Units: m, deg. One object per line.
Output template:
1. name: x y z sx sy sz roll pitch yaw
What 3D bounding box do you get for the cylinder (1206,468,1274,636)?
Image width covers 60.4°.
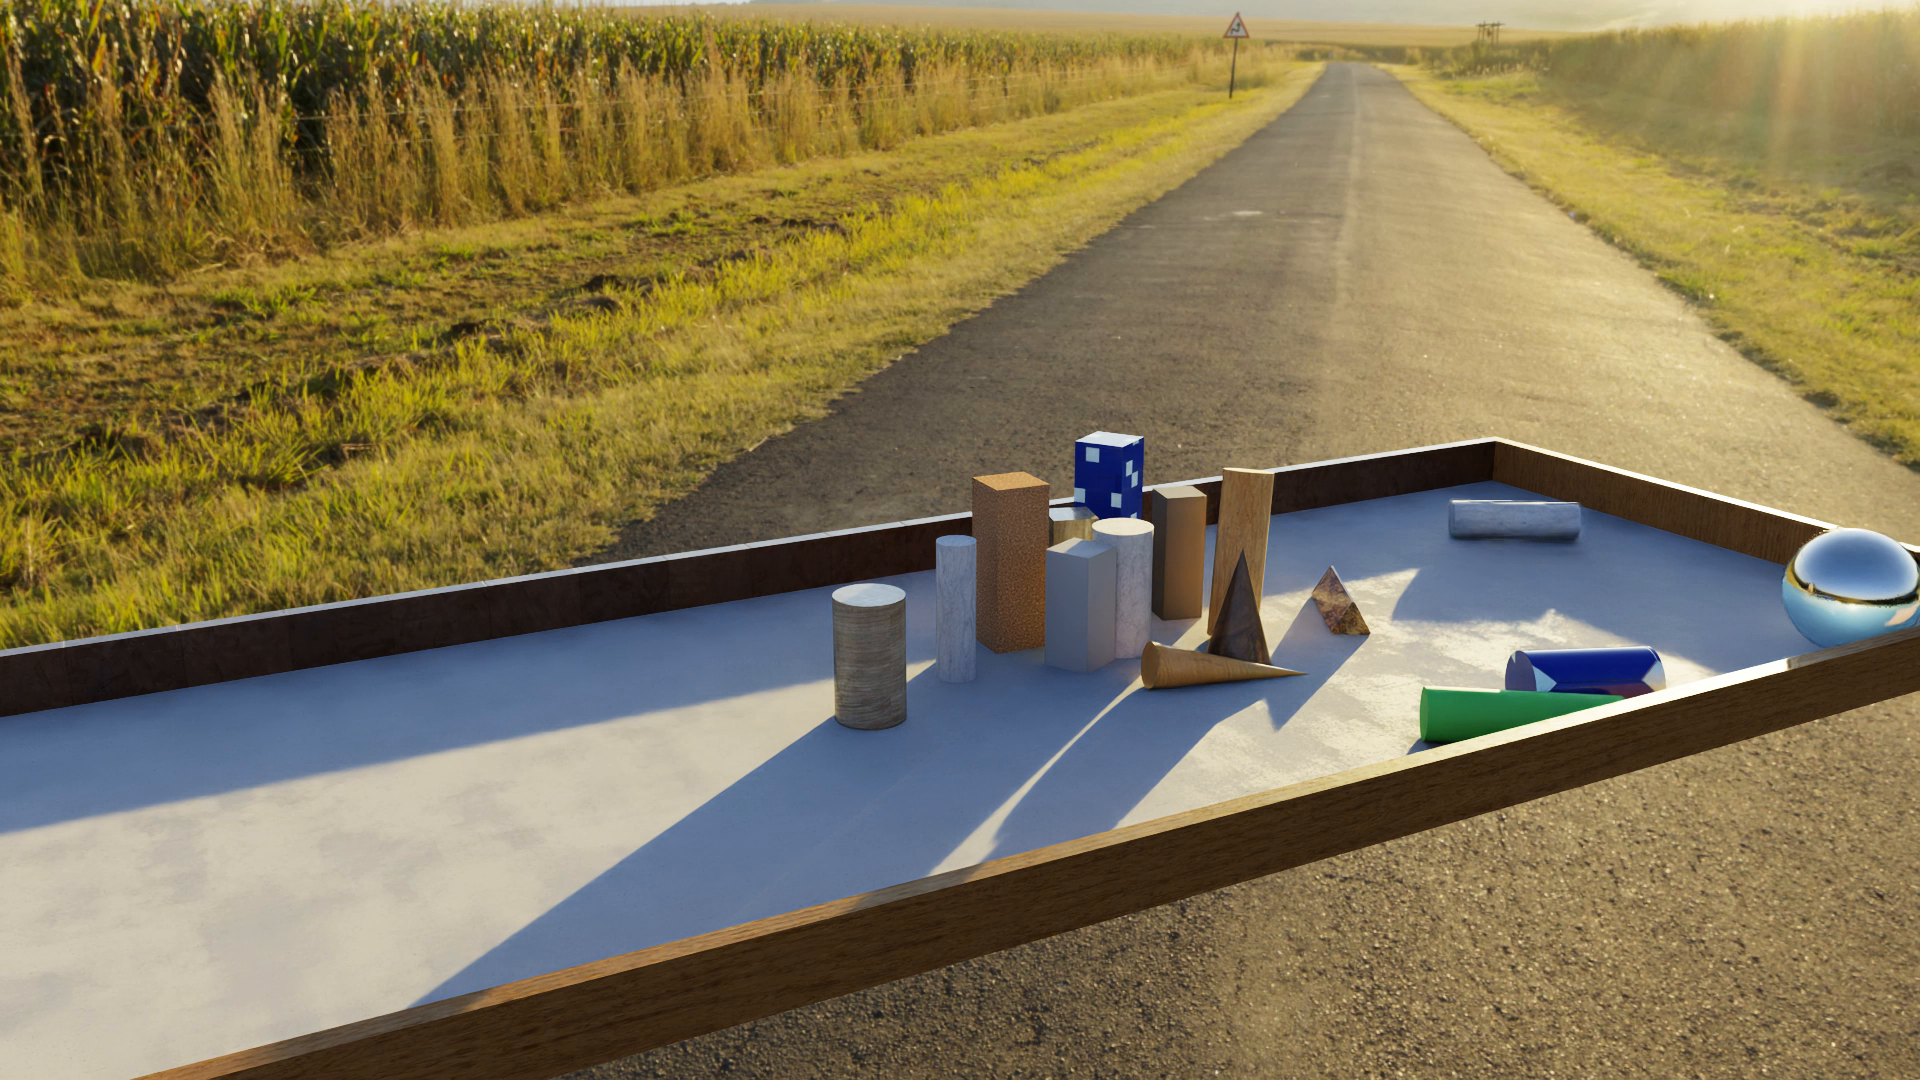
1. cylinder: 0.749 0.037 4.406 0.135 0.447 0.135 5 6 -1

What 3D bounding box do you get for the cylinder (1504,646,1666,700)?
1. cylinder: 1.473 0.341 3.893 0.313 0.171 0.171 -2 16 -6

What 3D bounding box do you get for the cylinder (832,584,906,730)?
1. cylinder: -0.212 0.274 3.881 0.171 0.305 0.171 0 16 0

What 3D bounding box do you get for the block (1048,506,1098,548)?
1. block: 0.304 0.071 4.579 0.127 0.300 0.127 -3 17 -11

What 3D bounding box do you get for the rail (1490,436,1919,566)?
1. rail: 2.466 -0.048 5.253 0.050 0.150 2.100 -9 18 -27

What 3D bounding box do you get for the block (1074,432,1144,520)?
1. block: 0.435 -0.080 4.843 0.150 0.443 0.150 9 19 29

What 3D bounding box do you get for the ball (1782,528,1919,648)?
1. ball: 2.334 0.134 4.314 0.330 0.330 0.330 0 16 0

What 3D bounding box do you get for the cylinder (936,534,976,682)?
1. cylinder: -0.009 0.172 4.136 0.101 0.356 0.101 0 16 0

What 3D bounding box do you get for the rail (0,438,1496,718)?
1. rail: -3.305 0.497 3.399 12.000 0.150 0.050 -9 18 -27

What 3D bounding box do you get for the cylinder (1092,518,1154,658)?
1. cylinder: 0.424 0.125 4.330 0.160 0.336 0.160 0 17 0

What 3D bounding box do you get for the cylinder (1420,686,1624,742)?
1. cylinder: 1.276 0.406 3.750 0.432 0.127 0.127 2 17 8

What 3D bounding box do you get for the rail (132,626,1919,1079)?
1. rail: -2.336 1.006 1.665 12.000 0.150 0.050 -9 18 -27

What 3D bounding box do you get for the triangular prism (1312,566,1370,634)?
1. triangular prism: 1.069 0.164 4.627 0.105 0.091 0.334 1 16 2

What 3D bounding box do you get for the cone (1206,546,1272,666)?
1. cone: 0.718 0.168 4.225 0.178 0.315 0.178 0 16 0

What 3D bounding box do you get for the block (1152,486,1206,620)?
1. block: 0.606 0.036 4.606 0.115 0.353 0.115 -4 17 -13

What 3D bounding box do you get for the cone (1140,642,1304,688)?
1. cone: 0.679 0.326 4.142 0.434 0.118 0.118 4 15 -14

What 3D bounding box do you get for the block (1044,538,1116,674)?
1. block: 0.309 0.168 4.230 0.130 0.310 0.130 12 21 36

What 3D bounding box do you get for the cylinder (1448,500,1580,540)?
1. cylinder: 1.801 -0.064 5.368 0.394 0.115 0.115 2 16 6

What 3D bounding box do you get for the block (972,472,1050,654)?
1. block: 0.132 0.059 4.367 0.151 0.445 0.151 -7 18 -24
